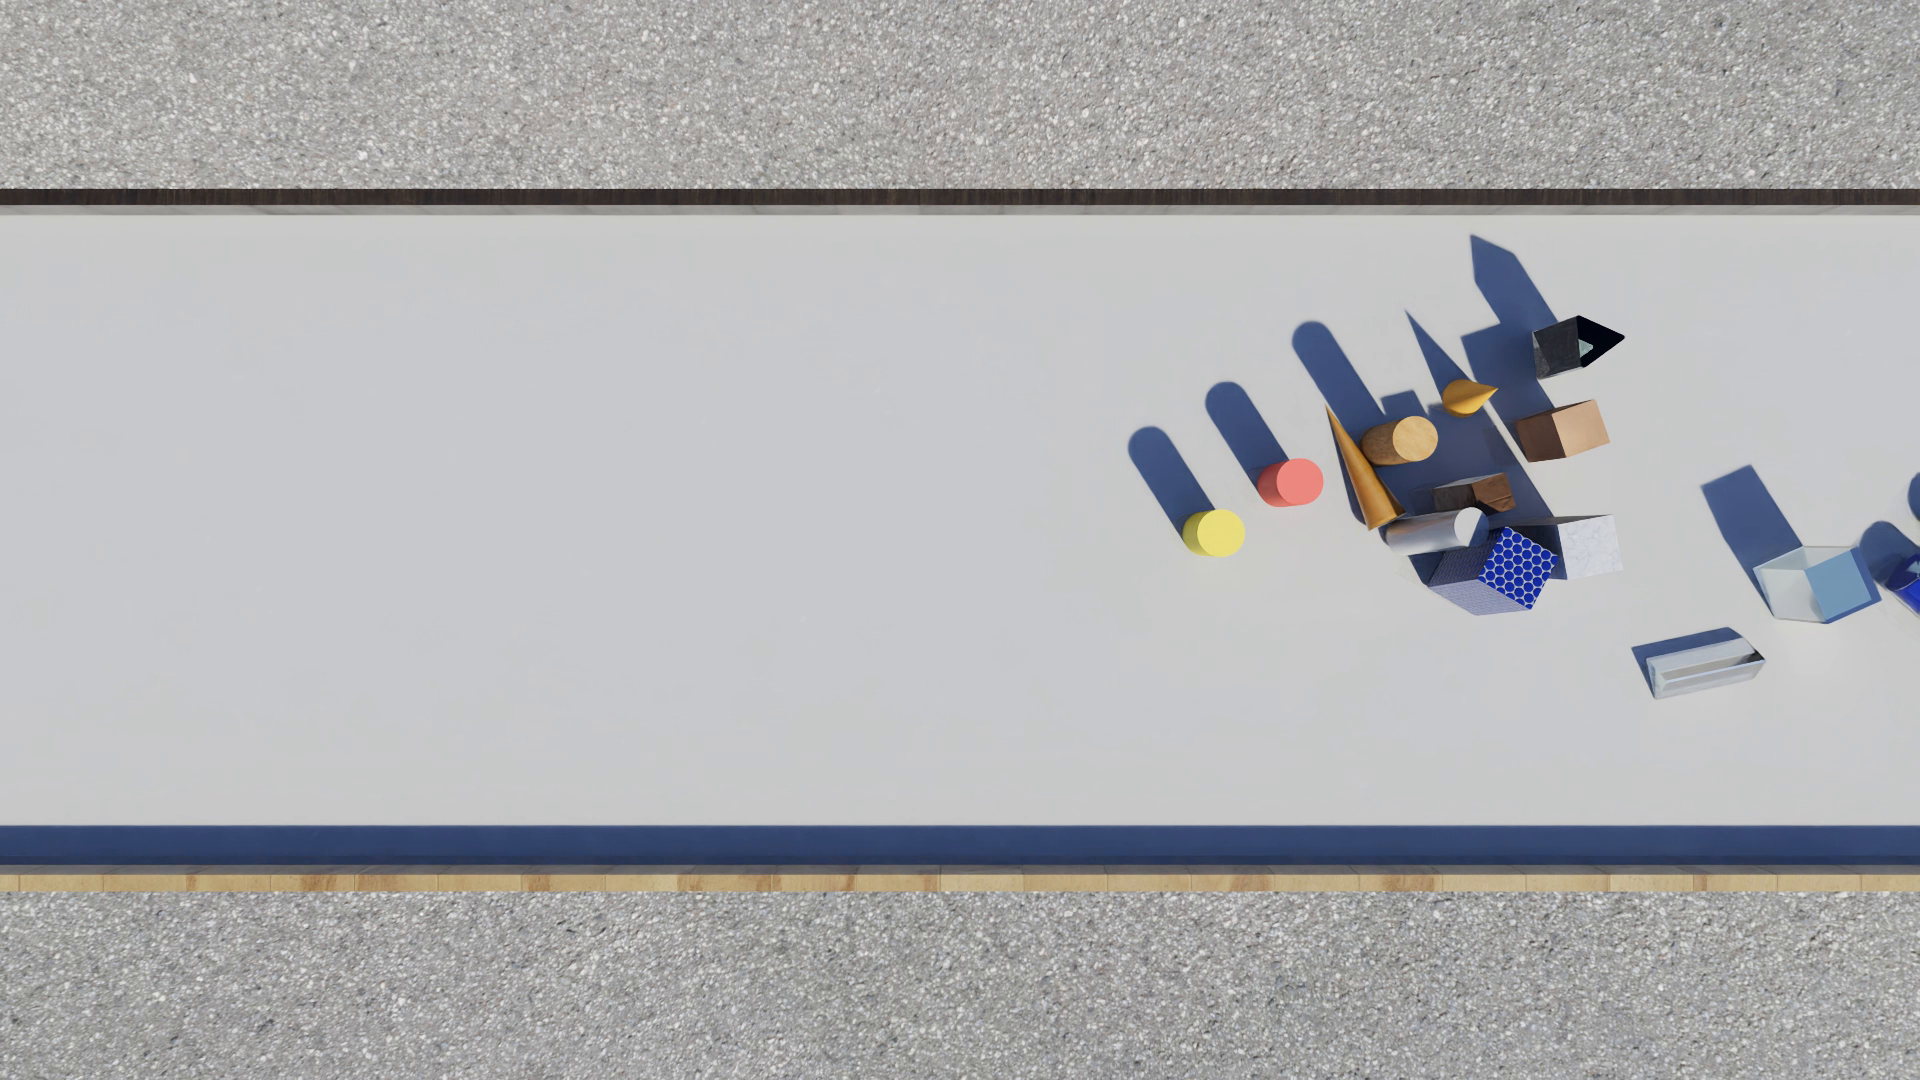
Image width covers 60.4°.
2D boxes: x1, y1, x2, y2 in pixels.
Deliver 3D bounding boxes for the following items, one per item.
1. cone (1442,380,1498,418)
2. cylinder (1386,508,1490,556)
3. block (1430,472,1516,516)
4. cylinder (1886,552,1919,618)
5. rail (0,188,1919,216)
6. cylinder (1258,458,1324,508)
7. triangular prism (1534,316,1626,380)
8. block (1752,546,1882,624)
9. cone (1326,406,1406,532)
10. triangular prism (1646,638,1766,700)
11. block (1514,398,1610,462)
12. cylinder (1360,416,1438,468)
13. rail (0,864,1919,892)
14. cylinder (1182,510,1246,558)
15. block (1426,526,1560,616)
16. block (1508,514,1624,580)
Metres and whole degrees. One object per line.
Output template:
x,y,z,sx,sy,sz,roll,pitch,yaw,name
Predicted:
1.545,-0.436,4.905,0.119,0.342,0.119,0,90,0,cone
1.409,-0.023,4.881,0.114,0.374,0.114,1,85,-16,cylinder
1.523,-0.125,4.908,0.105,0.331,0.105,-18,90,-4,block
3.030,0.231,4.997,0.413,0.160,0.160,42,90,0,cylinder
-2.247,-1.025,5.002,12.000,0.150,0.050,0,90,0,rail
0.984,-0.169,4.922,0.137,0.308,0.137,0,90,0,cylinder
1.802,-0.589,4.894,0.150,0.365,0.130,-36,90,0,triangular prism
2.553,0.131,4.922,0.171,0.309,0.171,-24,90,0,block
1.211,-0.238,5.045,0.126,0.126,0.414,-26,81,0,cone
2.275,0.395,5.017,0.306,0.112,0.129,-12,90,0,triangular prism
1.791,-0.322,4.917,0.134,0.320,0.134,-19,90,0,block
1.292,-0.288,4.879,0.128,0.395,0.128,0,90,0,cylinder
-2.247,1.025,5.001,12.000,0.150,0.050,0,90,0,rail
0.753,-0.020,4.916,0.138,0.321,0.138,0,90,0,cylinder
1.560,0.097,4.852,0.173,0.433,0.173,30,84,0,block
1.767,0.020,4.850,0.158,0.454,0.158,-11,90,0,block
